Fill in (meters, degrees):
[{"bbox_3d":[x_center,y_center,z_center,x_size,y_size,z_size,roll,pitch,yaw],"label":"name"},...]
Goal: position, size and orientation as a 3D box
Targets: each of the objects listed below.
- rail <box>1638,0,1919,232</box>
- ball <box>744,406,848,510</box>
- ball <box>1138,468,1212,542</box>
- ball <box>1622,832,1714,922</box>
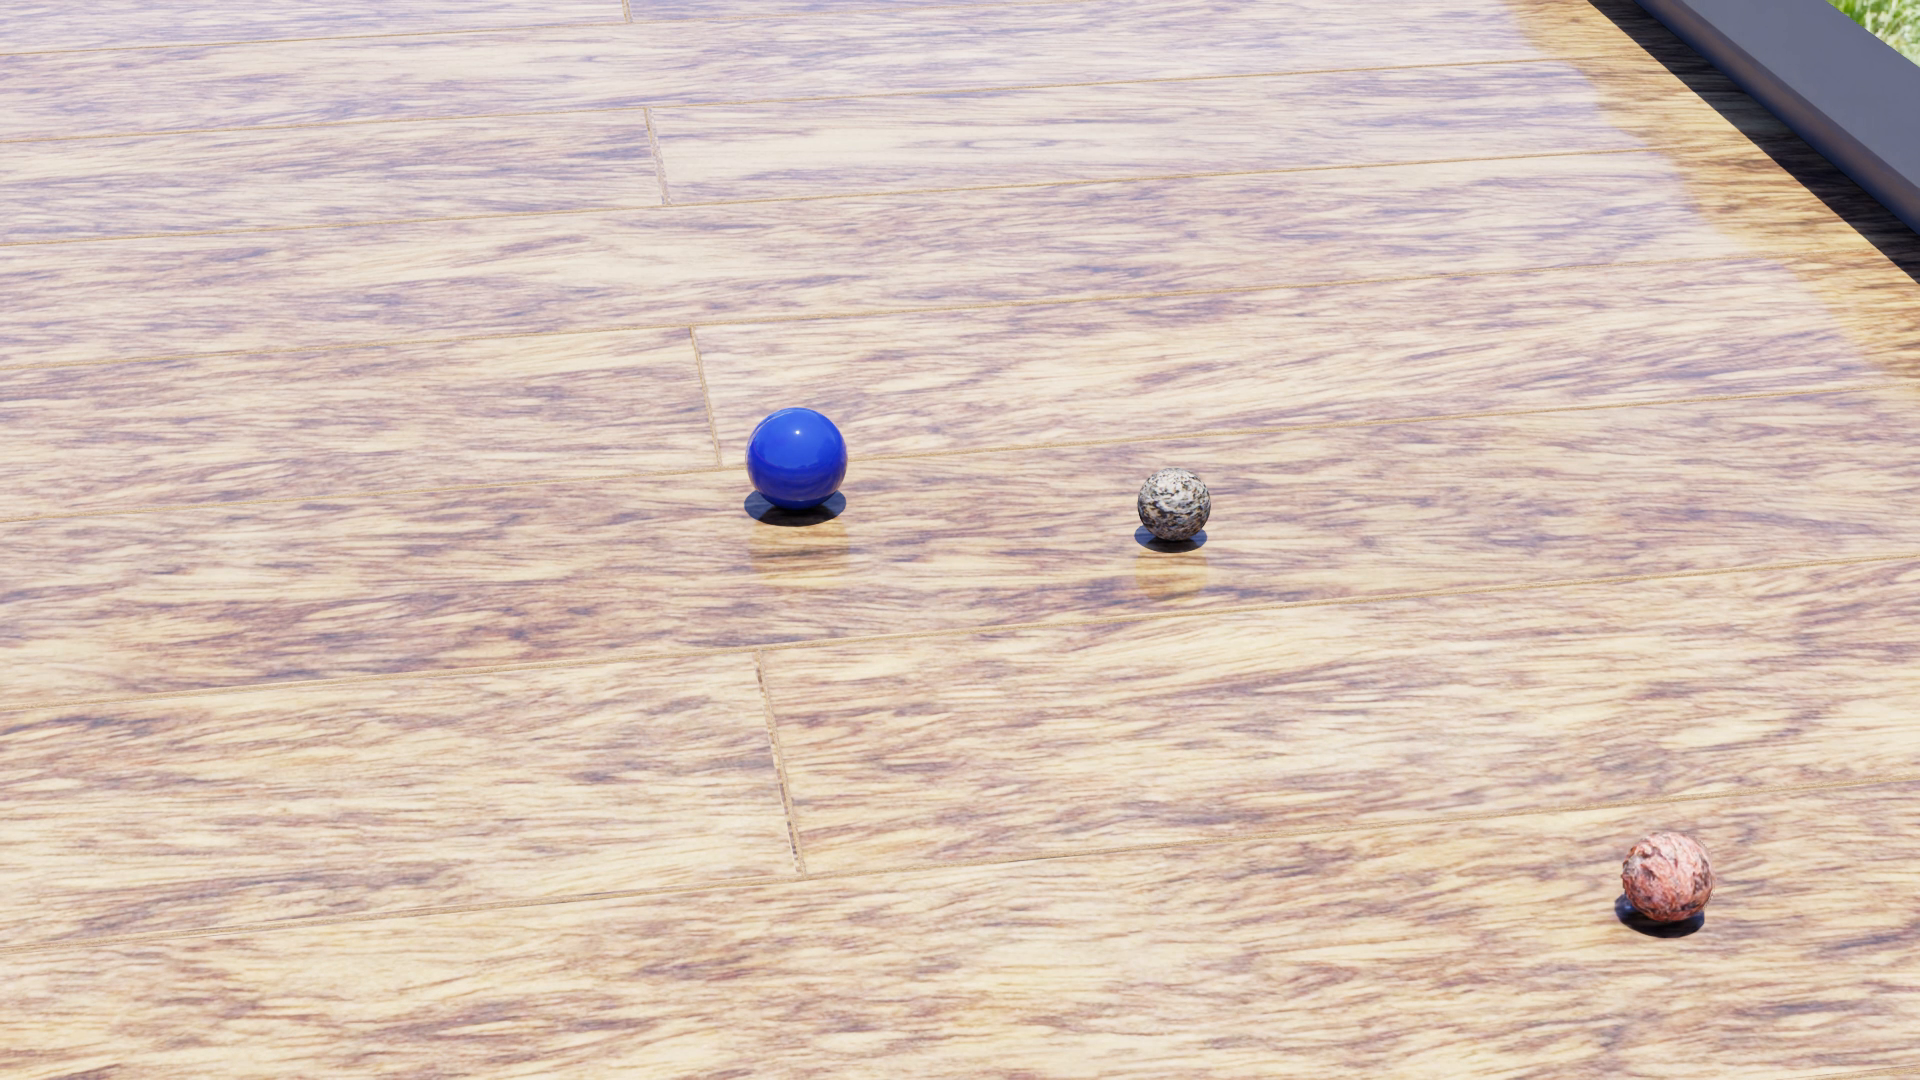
[{"bbox_3d":[0.701,-0.463,2.660,0.045,0.126,3.252,-4,28,-8],"label":"rail"},{"bbox_3d":[-0.108,-0.054,1.941,0.068,0.068,0.068,0,28,0],"label":"ball"},{"bbox_3d":[0.139,-0.023,1.905,0.048,0.048,0.048,0,28,0],"label":"ball"},{"bbox_3d":[0.367,0.175,1.528,0.047,0.047,0.047,0,28,0],"label":"ball"}]
